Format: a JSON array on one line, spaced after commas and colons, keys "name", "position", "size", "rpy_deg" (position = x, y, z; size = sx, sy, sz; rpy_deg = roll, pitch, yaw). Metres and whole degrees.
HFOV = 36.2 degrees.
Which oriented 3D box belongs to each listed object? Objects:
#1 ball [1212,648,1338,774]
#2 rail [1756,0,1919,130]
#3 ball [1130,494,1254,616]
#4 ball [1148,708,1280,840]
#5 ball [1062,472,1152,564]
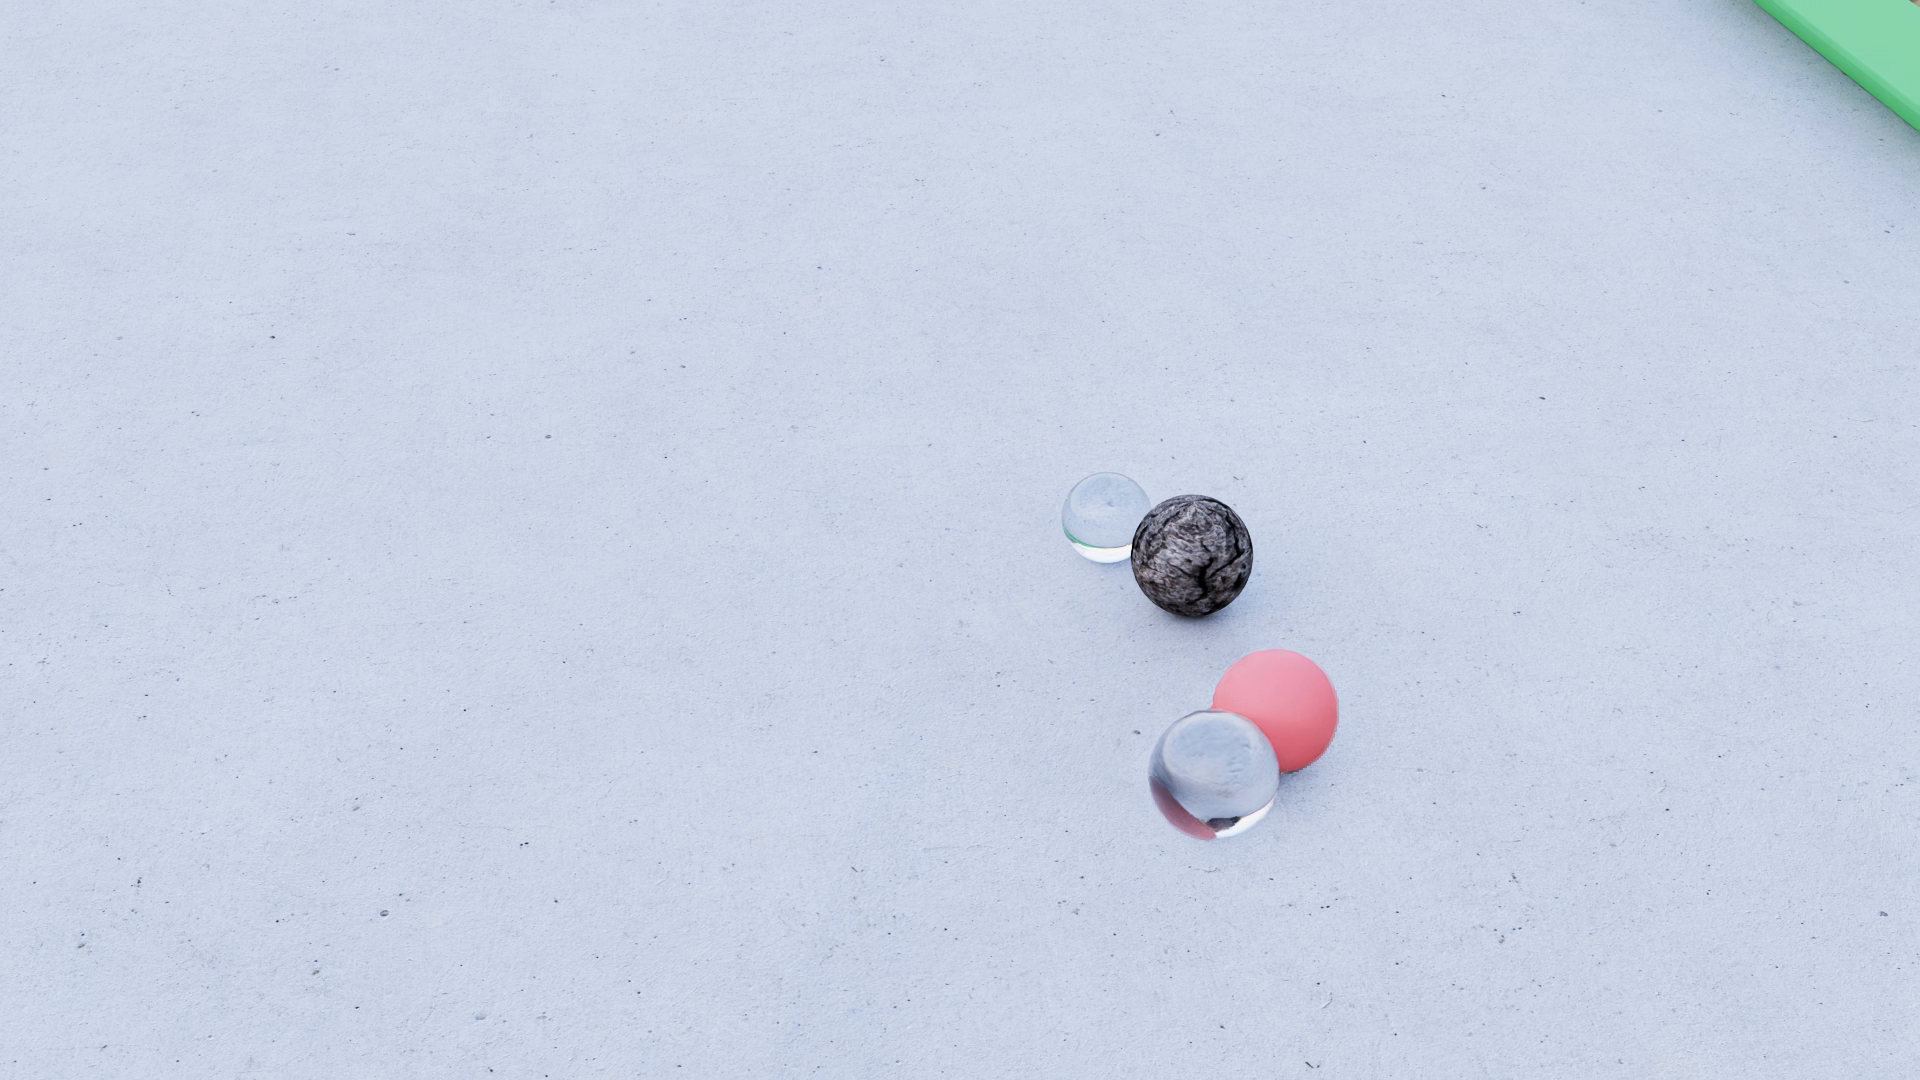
[{"name": "ball", "position": [0.171, 0.093, 1.599], "size": [0.068, 0.068, 0.068], "rpy_deg": [0, 29, 0]}, {"name": "rail", "position": [0.735, -0.513, 2.671], "size": [0.045, 0.095, 3.589], "rpy_deg": [-5, 29, -9]}, {"name": "ball", "position": [0.138, 0.009, 1.747], "size": [0.073, 0.073, 0.073], "rpy_deg": [0, 29, 0]}, {"name": "ball", "position": [0.133, 0.123, 1.544], "size": [0.069, 0.069, 0.069], "rpy_deg": [0, 29, 0]}, {"name": "ball", "position": [0.090, -0.014, 1.806], "size": [0.056, 0.056, 0.056], "rpy_deg": [0, 29, 0]}]
